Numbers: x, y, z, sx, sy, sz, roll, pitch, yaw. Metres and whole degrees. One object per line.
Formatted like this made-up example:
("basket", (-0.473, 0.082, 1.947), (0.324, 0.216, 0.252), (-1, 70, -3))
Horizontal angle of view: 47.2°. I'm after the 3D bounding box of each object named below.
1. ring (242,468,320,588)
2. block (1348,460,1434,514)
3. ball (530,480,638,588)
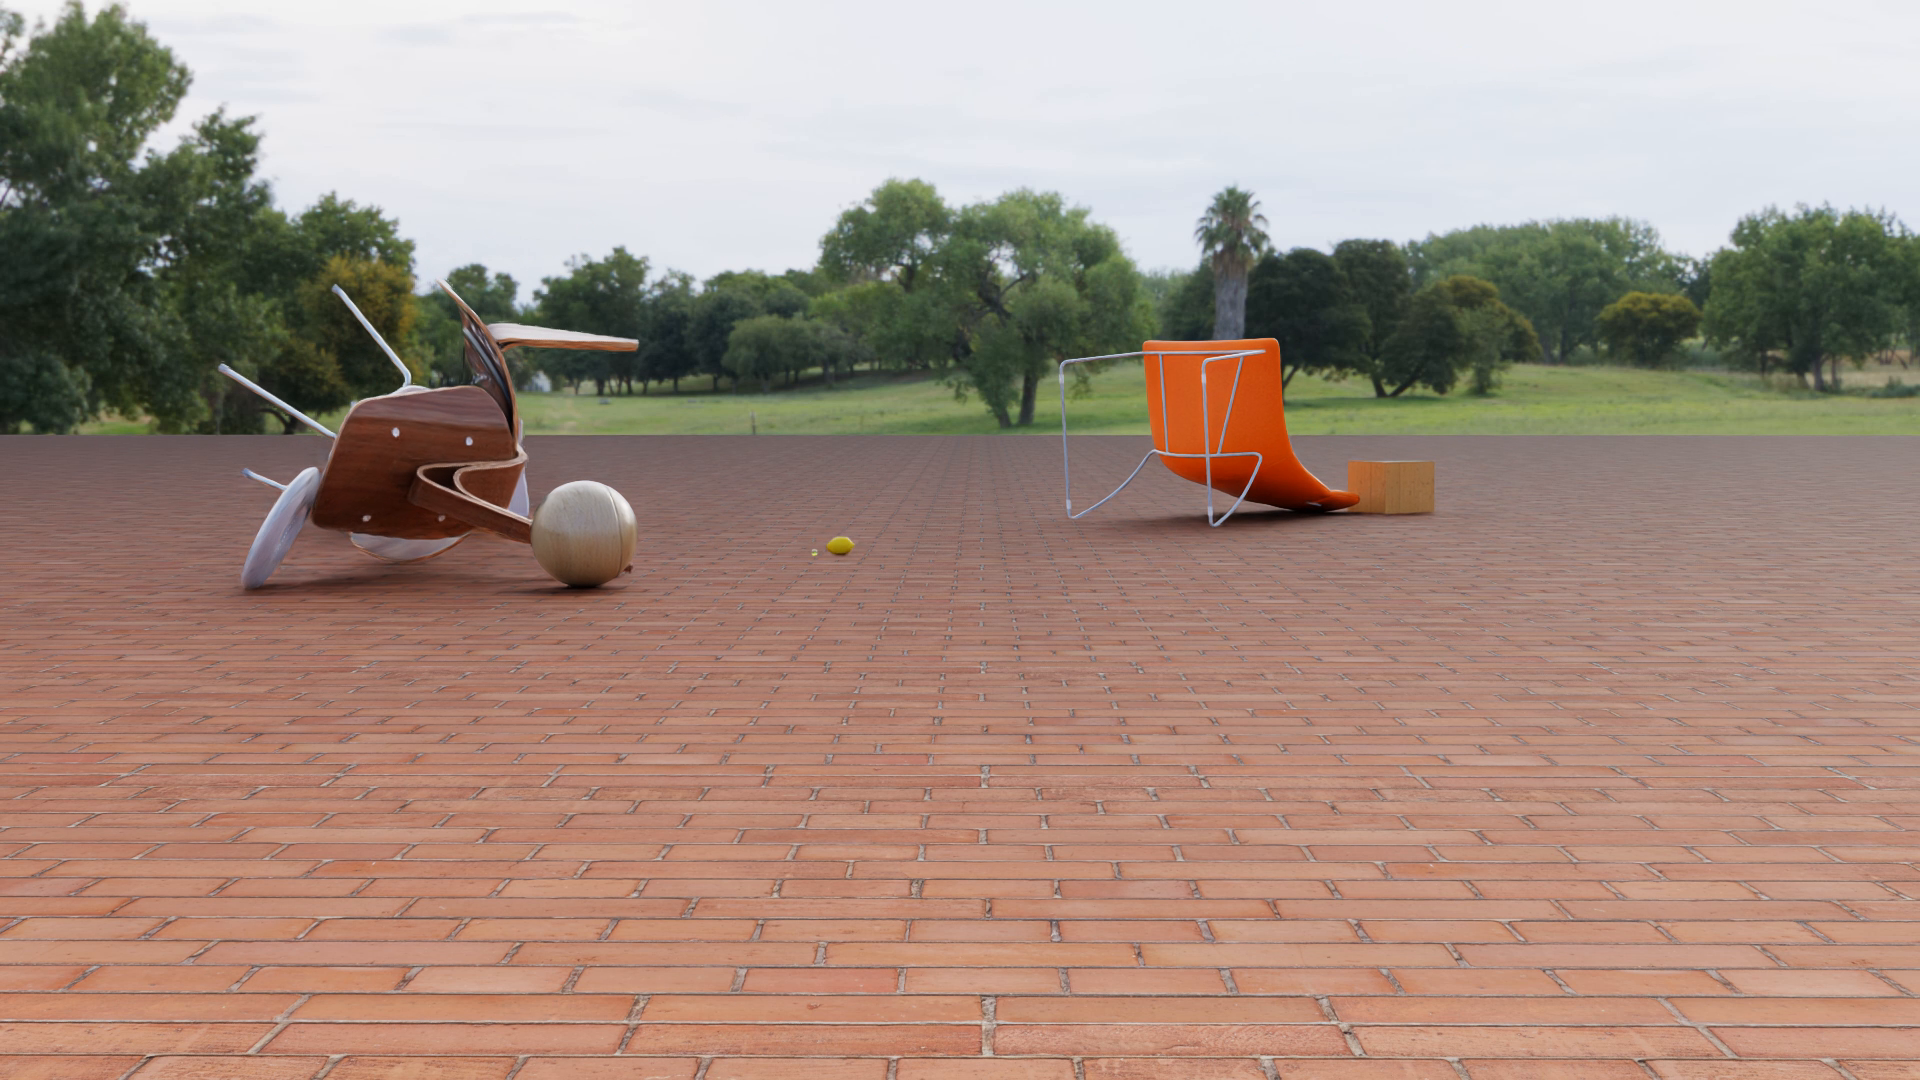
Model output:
("ring", (-1.541, -0.026, 4.993), (0.045, 0.315, 0.322), (29, 16, -7))
("block", (1.580, -0.197, 8.061), (0.236, 0.185, 0.204), (-2, 5, -31))
("ball", (-0.850, -0.014, 4.979), (0.242, 0.242, 0.242), (0, 4, 0))
